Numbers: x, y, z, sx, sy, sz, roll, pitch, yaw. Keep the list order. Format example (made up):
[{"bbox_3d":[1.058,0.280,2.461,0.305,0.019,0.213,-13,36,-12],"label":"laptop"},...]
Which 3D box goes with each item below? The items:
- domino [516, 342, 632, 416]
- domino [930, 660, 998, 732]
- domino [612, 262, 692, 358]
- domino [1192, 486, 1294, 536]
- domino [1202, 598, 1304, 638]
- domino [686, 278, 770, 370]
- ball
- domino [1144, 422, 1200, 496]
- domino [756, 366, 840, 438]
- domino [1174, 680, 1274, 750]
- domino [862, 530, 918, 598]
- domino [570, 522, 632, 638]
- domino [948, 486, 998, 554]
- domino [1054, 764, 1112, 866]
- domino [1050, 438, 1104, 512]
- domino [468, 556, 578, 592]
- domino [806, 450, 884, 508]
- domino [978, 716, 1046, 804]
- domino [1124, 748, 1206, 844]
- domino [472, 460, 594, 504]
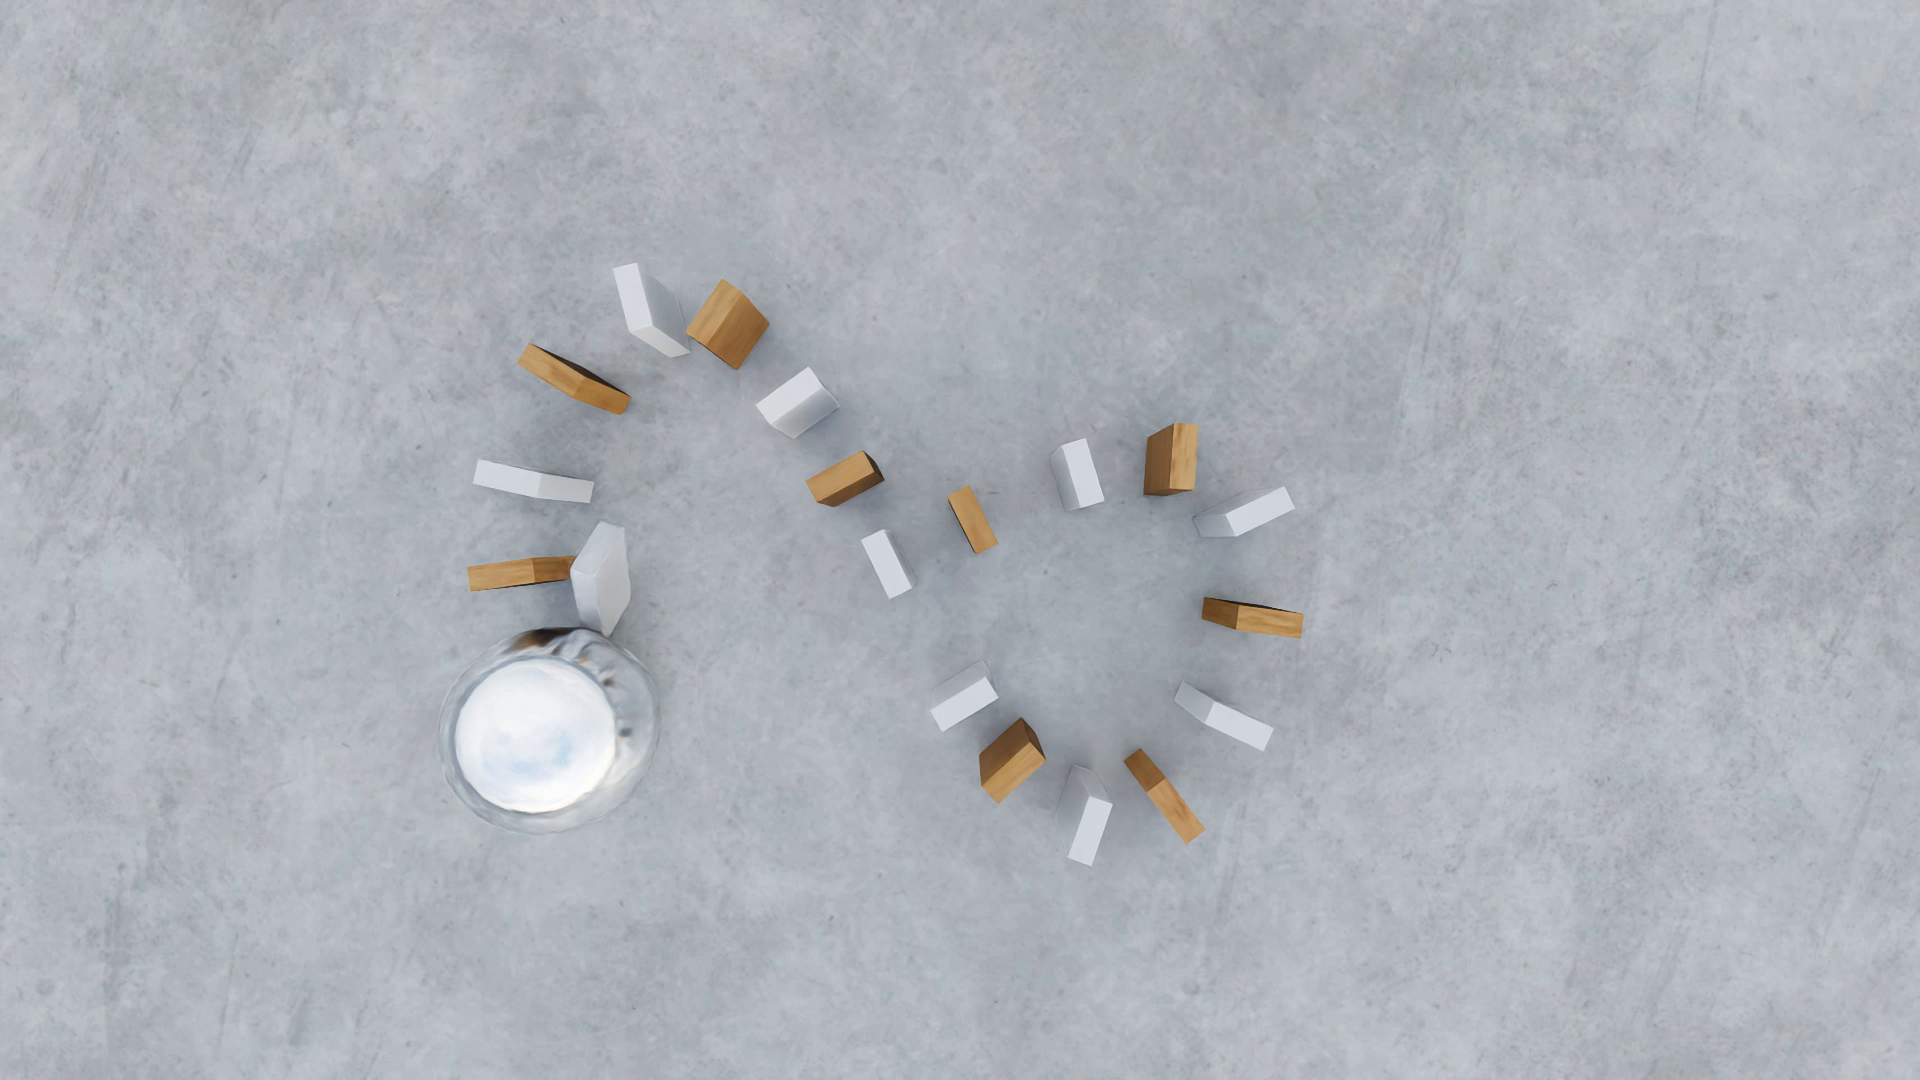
[{"bbox_3d":[-0.156,-0.065,0.375,0.025,0.050,0.009,32,90,0],"label":"domino"},{"bbox_3d":[0.002,0.063,0.375,0.025,0.050,0.010,-31,90,0],"label":"domino"},{"bbox_3d":[-0.125,-0.093,0.375,0.010,0.050,0.025,-15,90,0],"label":"domino"},{"bbox_3d":[0.115,-0.011,0.375,0.025,0.050,0.009,-26,90,0],"label":"domino"},{"bbox_3d":[0.118,0.031,0.375,0.025,0.050,0.009,8,90,0],"label":"domino"},{"bbox_3d":[-0.094,-0.087,0.375,0.009,0.050,0.025,35,90,0],"label":"domino"},{"bbox_3d":[-0.159,0.074,0.360,0.080,0.080,0.080,0,90,0],"label":"ball"},{"bbox_3d":[0.086,-0.032,0.375,0.010,0.050,0.025,4,90,0],"label":"domino"},{"bbox_3d":[-0.065,-0.055,0.375,0.025,0.050,0.009,-36,90,0],"label":"domino"},{"bbox_3d":[0.107,0.071,0.375,0.025,0.050,0.009,25,90,0],"label":"domino"},{"bbox_3d":[-0.028,0.009,0.375,0.010,0.050,0.025,-26,90,0],"label":"domino"},{"bbox_3d":[-0.145,0.018,0.373,0.009,0.050,0.025,18,51,-2],"label":"domino"},{"bbox_3d":[0.005,-0.008,0.375,0.010,0.050,0.025,-27,90,0],"label":"domino"},{"bbox_3d":[0.050,0.111,0.375,0.009,0.050,0.025,19,90,0],"label":"domino"},{"bbox_3d":[0.047,-0.026,0.375,0.009,0.050,0.025,-17,90,0],"label":"domino"},{"bbox_3d":[-0.175,0.013,0.375,0.025,0.050,0.010,-8,90,0],"label":"domino"},{"bbox_3d":[-0.046,-0.024,0.375,0.025,0.050,0.010,-28,90,0],"label":"domino"},{"bbox_3d":[0.021,0.089,0.375,0.025,0.050,0.010,-42,90,0],"label":"domino"},{"bbox_3d":[0.083,0.104,0.375,0.009,0.050,0.025,-37,90,0],"label":"domino"},{"bbox_3d":[-0.173,-0.024,0.375,0.025,0.050,0.010,13,90,0],"label":"domino"}]
